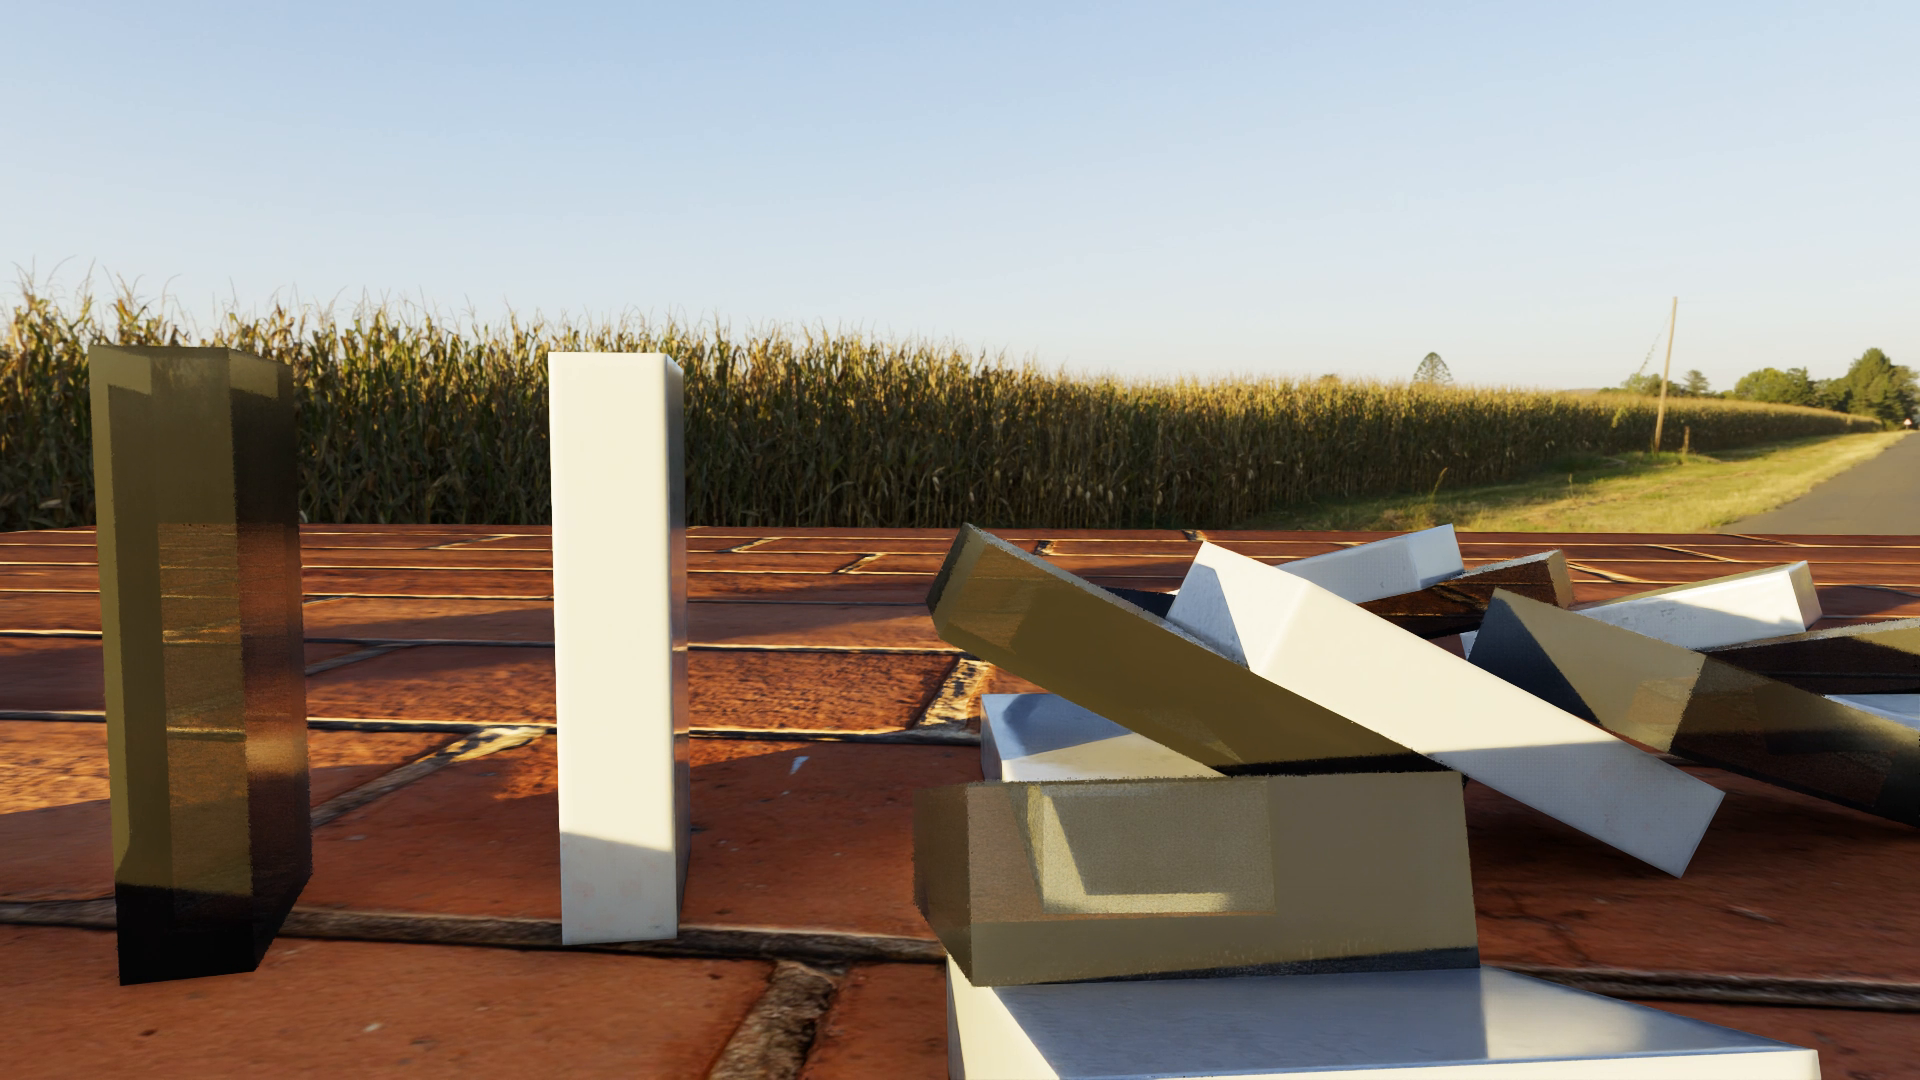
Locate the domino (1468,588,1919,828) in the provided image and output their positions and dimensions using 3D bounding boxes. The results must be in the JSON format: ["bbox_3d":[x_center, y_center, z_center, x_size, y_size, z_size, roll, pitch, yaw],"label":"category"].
[{"bbox_3d":[0.082,0.019,0.138,0.050,0.010,0.025,17,5,-26],"label":"domino"}]

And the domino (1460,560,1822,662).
[{"bbox_3d":[0.115,0.015,0.218,0.050,0.009,0.025,-18,-8,38],"label":"domino"}]

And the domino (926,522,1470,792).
[{"bbox_3d":[0.022,0.014,0.128,0.050,0.010,0.025,26,3,-6],"label":"domino"}]

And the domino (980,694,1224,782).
[{"bbox_3d":[0.016,0.027,0.146,0.025,0.010,0.050,0,4,-3],"label":"domino"}]

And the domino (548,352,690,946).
[{"bbox_3d":[-0.031,0.009,0.120,0.010,0.050,0.025,-1,4,-9],"label":"domino"}]

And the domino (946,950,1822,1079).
[{"bbox_3d":[0.014,0.026,0.064,0.025,0.009,0.050,0,-11,-5],"label":"domino"}]

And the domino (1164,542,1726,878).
[{"bbox_3d":[0.048,0.017,0.132,0.050,0.010,0.025,26,3,-13],"label":"domino"}]

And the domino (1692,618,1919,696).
[{"bbox_3d":[0.135,0.018,0.189,0.025,0.009,0.050,-4,-9,-40],"label":"domino"}]

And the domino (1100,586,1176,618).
[{"bbox_3d":[0.032,0.018,0.174,0.050,0.010,0.025,5,-32,47],"label":"domino"}]

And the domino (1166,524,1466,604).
[{"bbox_3d":[0.065,0.008,0.242,0.050,0.009,0.025,-17,-5,38],"label":"domino"}]

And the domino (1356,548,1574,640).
[{"bbox_3d":[0.086,0.013,0.241,0.050,0.009,0.025,-16,-5,31],"label":"domino"}]

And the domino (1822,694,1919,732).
[{"bbox_3d":[0.127,0.027,0.145,0.025,0.010,0.050,0,4,-2],"label":"domino"}]

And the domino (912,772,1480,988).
[{"bbox_3d":[0.011,0.021,0.087,0.025,0.009,0.050,0,-11,-5],"label":"domino"}]

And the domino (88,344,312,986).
[{"bbox_3d":[-0.065,0.009,0.112,0.010,0.050,0.025,-1,4,-17],"label":"domino"}]
